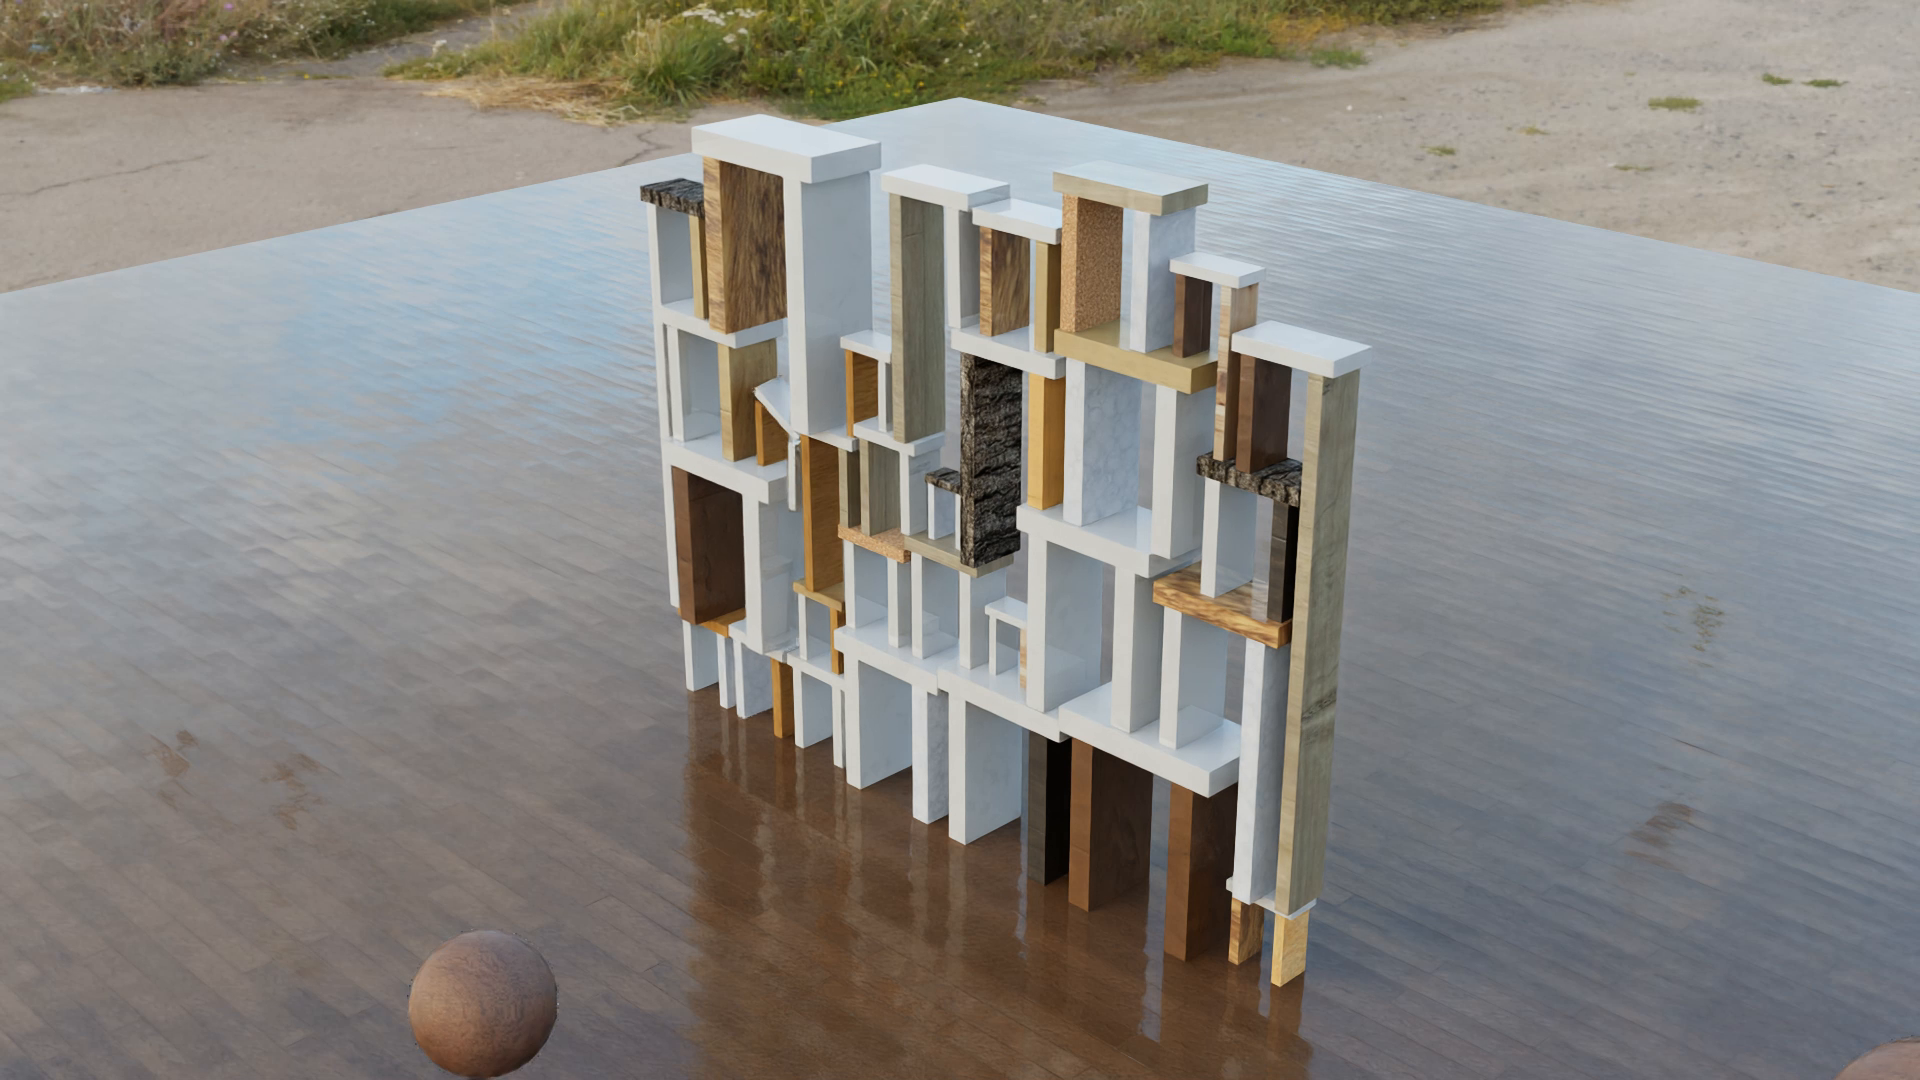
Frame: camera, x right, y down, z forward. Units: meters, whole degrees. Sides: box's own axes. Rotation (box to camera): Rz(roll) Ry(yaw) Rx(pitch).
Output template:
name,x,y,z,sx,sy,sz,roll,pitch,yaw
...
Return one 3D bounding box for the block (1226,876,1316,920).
name,x,y,z,sx,sy,sz,roll,pitch,yaw
block,0.551,0.624,3.896,0.144,0.020,0.072,21,31,41

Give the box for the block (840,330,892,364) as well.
name,x,y,z,sx,sy,sz,roll,pitch,yaw
block,-0.156,-0.373,4.238,0.072,0.020,0.143,-21,30,-40

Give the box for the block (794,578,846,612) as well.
name,x,y,z,sx,sy,sz,roll,pitch,yaw
block,-0.268,0.107,4.560,0.148,0.021,0.074,21,31,41

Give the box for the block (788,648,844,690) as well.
name,x,y,z,sx,sy,sz,roll,pitch,yaw
block,-0.268,0.264,4.629,0.185,0.026,0.093,21,31,41

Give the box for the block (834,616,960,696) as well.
name,x,y,z,sx,sy,sz,roll,pitch,yaw
block,-0.097,0.222,4.417,0.299,0.042,0.149,21,31,41

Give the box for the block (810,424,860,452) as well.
name,x,y,z,sx,sy,sz,roll,pitch,yaw
block,-0.242,-0.218,4.386,0.167,0.024,0.084,21,31,40

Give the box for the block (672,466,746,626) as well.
name,x,y,z,sx,sy,sz,roll,pitch,yaw
block,-0.532,-0.011,4.800,0.176,0.361,0.050,-21,31,-40

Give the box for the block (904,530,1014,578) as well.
name,x,y,z,sx,sy,sz,roll,pitch,yaw
block,-0.003,0.018,4.237,0.099,0.028,0.199,-21,31,-40

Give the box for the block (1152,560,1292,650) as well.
name,x,y,z,sx,sy,sz,roll,pitch,yaw
block,0.475,0.107,3.747,0.267,0.038,0.134,21,31,40

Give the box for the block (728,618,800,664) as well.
name,x,y,z,sx,sy,sz,roll,pitch,yaw
block,-0.406,0.211,4.754,0.093,0.026,0.186,-20,30,-39

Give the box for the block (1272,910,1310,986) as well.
name,x,y,z,sx,sy,sz,roll,pitch,yaw
block,0.585,0.712,3.897,0.020,0.144,0.072,21,31,41

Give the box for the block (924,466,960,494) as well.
name,x,y,z,sx,sy,sz,roll,pitch,yaw
block,-0.008,-0.111,4.195,0.056,0.016,0.113,-21,31,-41

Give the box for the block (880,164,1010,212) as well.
name,x,y,z,sx,sy,sz,roll,pitch,yaw
block,-0.027,-0.640,3.986,0.220,0.031,0.110,21,31,40

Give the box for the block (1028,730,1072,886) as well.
name,x,y,z,sx,sy,sz,roll,pitch,yaw
block,0.202,0.485,4.206,0.045,0.320,0.160,21,31,41

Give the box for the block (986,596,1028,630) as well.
name,x,y,z,sx,sy,sz,roll,pitch,yaw
block,0.112,0.140,4.160,0.121,0.017,0.061,21,31,41

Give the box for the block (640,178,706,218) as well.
name,x,y,z,sx,sy,sz,roll,pitch,yaw
block,-0.549,-0.703,4.516,0.107,0.030,0.214,-21,30,-40

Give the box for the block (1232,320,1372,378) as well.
name,x,y,z,sx,sy,sz,roll,pitch,yaw
block,0.543,-0.305,3.501,0.100,0.028,0.201,-22,31,-40

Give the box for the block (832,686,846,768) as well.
name,x,y,z,sx,sy,sz,roll,pitch,yaw
block,-0.224,0.379,4.630,0.026,0.185,0.093,21,31,41

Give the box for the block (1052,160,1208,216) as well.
name,x,y,z,sx,sy,sz,roll,pitch,yaw
block,0.283,-0.588,3.665,0.238,0.034,0.119,21,31,40

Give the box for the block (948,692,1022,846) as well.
name,x,y,z,sx,sy,sz,roll,pitch,yaw
block,0.051,0.426,4.345,0.045,0.320,0.160,21,31,41

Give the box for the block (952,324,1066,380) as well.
name,x,y,z,sx,sy,sz,roll,pitch,yaw
block,0.119,-0.348,3.945,0.253,0.036,0.126,21,31,40

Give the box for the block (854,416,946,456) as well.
name,x,y,z,sx,sy,sz,roll,pitch,yaw
block,-0.118,-0.204,4.262,0.168,0.024,0.084,21,31,40

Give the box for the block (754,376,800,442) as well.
name,x,y,z,sx,sy,sz,roll,pitch,yaw
block,-0.351,-0.268,4.492,0.070,0.020,0.140,-29,73,-42

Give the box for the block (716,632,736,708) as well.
name,x,y,z,sx,sy,sz,roll,pitch,yaw
block,-0.493,0.276,4.880,0.090,0.179,0.025,-21,31,-41

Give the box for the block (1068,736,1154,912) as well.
name,x,y,z,sx,sy,sz,roll,pitch,yaw
block,0.285,0.503,4.124,0.050,0.352,0.176,21,31,41

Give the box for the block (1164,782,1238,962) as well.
name,x,y,z,sx,sy,sz,roll,pitch,yaw
block,0.450,0.568,3.971,0.050,0.352,0.176,21,31,41

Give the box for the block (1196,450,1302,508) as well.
name,x,y,z,sx,sy,sz,roll,pitch,yaw
block,0.506,-0.109,3.629,0.211,0.030,0.106,21,31,40

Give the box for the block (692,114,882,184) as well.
name,x,y,z,sx,sy,sz,roll,pitch,yaw
block,-0.339,-0.762,4.268,0.178,0.050,0.355,-21,31,-41

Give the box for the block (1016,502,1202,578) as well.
name,x,y,z,sx,sy,sz,roll,pitch,yaw
block,0.268,-0.019,3.921,0.312,0.044,0.156,21,31,41

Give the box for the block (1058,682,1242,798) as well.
name,x,y,z,sx,sy,sz,roll,pitch,yaw
block,0.368,0.351,3.969,0.352,0.050,0.176,21,31,41

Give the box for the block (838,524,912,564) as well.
name,x,y,z,sx,sy,sz,roll,pitch,yaw
block,-0.144,-0.006,4.380,0.190,0.027,0.095,21,31,41

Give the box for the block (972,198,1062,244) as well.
name,x,y,z,sx,sy,sz,roll,pitch,yaw
block,0.128,-0.559,3.852,0.199,0.028,0.099,21,31,41

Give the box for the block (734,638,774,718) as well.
name,x,y,z,sx,sy,sz,roll,pitch,yaw
block,-0.449,0.291,4.837,0.093,0.186,0.026,-20,30,-39

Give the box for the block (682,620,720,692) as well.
name,x,y,z,sx,sy,sz,roll,pitch,yaw
block,-0.577,0.243,4.958,0.090,0.179,0.025,-21,31,-41

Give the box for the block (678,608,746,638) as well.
name,x,y,z,sx,sy,sz,roll,pitch,yaw
block,-0.536,0.166,4.879,0.090,0.025,0.179,-21,31,-40

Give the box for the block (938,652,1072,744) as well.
name,x,y,z,sx,sy,sz,roll,pitch,yaw
block,0.126,0.288,4.205,0.320,0.045,0.160,21,31,41

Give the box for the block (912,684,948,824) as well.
name,x,y,z,sx,sy,sz,roll,pitch,yaw
block,-0.027,0.407,4.419,0.042,0.299,0.149,21,31,41

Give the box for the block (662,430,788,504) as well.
name,x,y,z,sx,sy,sz,roll,pitch,yaw
block,-0.450,-0.167,4.642,0.176,0.050,0.353,-21,31,-40

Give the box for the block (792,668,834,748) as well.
name,x,y,z,sx,sy,sz,roll,pitch,yaw
block,-0.312,0.345,4.711,0.026,0.185,0.093,21,31,41

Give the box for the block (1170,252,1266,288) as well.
name,x,y,z,sx,sy,sz,roll,pitch,yaw
block,0.419,-0.440,3.577,0.142,0.020,0.071,21,31,41

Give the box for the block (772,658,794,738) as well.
name,x,y,z,sx,sy,sz,roll,pitch,yaw
block,-0.361,0.326,4.753,0.026,0.186,0.093,21,31,41

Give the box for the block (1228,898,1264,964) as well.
name,x,y,z,sx,sy,sz,roll,pitch,yaw
block,0.518,0.686,3.960,0.020,0.144,0.072,21,31,41

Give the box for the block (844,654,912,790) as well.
name,x,y,z,sx,sy,sz,roll,pitch,yaw
block,-0.168,0.352,4.549,0.042,0.299,0.149,21,31,41

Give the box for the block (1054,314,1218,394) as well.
name,x,y,z,sx,sy,sz,roll,pitch,yaw
block,0.324,-0.322,3.743,0.304,0.043,0.152,21,31,41

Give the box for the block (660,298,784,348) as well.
name,x,y,z,sx,sy,sz,roll,pitch,yaw
block,-0.497,-0.456,4.567,0.126,0.036,0.252,-21,31,-40
